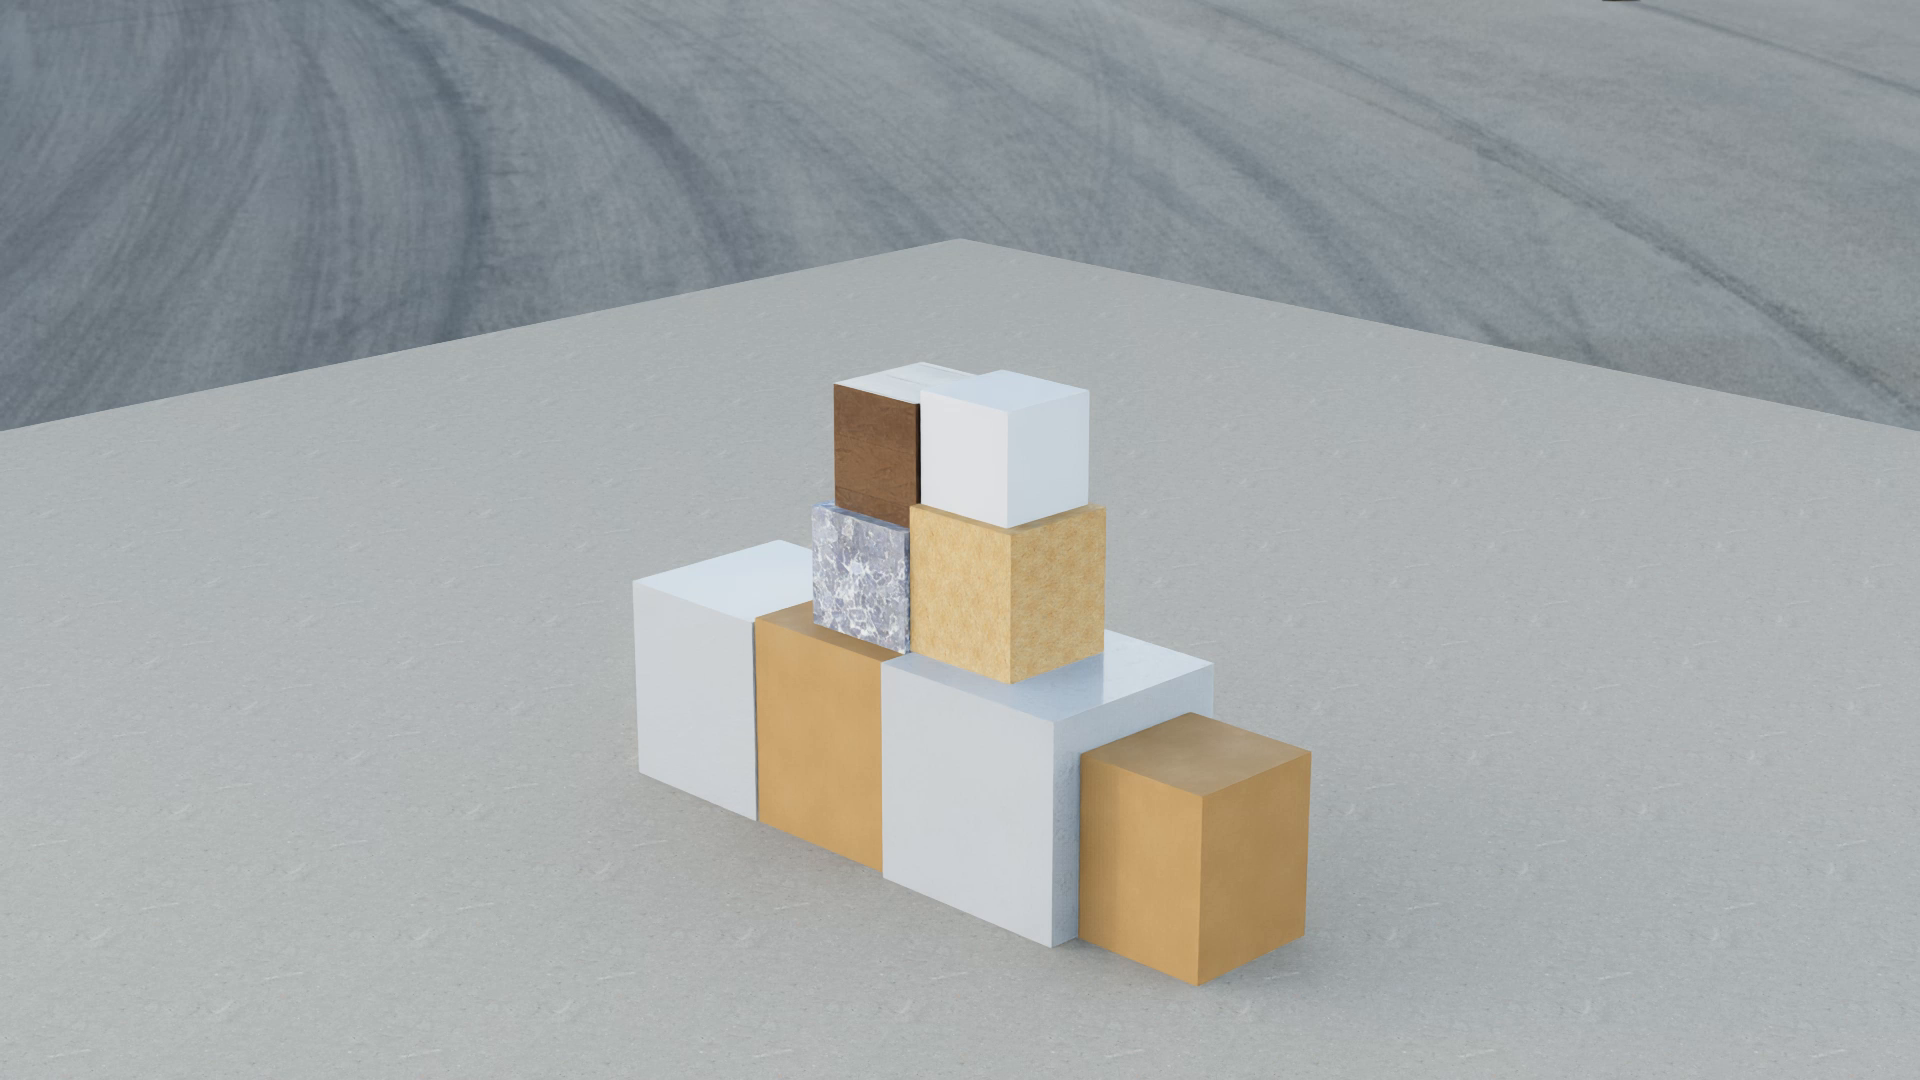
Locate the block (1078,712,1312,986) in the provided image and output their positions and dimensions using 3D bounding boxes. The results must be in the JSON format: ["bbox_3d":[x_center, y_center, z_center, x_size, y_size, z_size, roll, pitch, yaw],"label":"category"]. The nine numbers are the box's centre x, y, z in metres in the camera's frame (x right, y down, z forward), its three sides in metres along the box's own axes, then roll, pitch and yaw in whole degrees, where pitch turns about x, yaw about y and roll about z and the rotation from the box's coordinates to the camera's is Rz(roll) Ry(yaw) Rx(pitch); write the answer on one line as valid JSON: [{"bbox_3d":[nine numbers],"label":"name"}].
[{"bbox_3d":[1.014,1.323,12.699,0.719,0.861,0.683,-17,24,-42],"label":"block"}]

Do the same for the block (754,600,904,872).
[{"bbox_3d":[-0.313,0.849,13.924,0.947,1.031,0.887,-17,24,-42],"label":"block"}]

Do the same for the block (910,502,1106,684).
[{"bbox_3d":[0.214,0.177,13.158,0.611,0.683,0.626,-17,24,-42],"label":"block"}]

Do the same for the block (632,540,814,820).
[{"bbox_3d":[-0.951,0.673,14.528,0.960,1.005,0.884,-17,24,-42],"label":"block"}]

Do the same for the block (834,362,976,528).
[{"bbox_3d":[-0.186,-0.438,13.413,0.564,0.582,0.536,-17,24,-42],"label":"block"}]

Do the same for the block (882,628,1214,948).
[{"bbox_3d":[0.392,1.048,13.268,1.048,1.045,1.060,-17,24,-42],"label":"block"}]

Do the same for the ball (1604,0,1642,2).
[{"bbox_3d":[3.645,-3.746,15.985,1.600,1.600,1.600,0,17,0],"label":"ball"}]

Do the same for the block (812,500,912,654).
[{"bbox_3d":[-0.234,0.109,13.602,0.657,0.574,0.615,-17,24,-42],"label":"block"}]

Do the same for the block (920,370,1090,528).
[{"bbox_3d":[0.199,-0.411,13.016,0.520,0.524,0.536,-17,24,-42],"label":"block"}]
